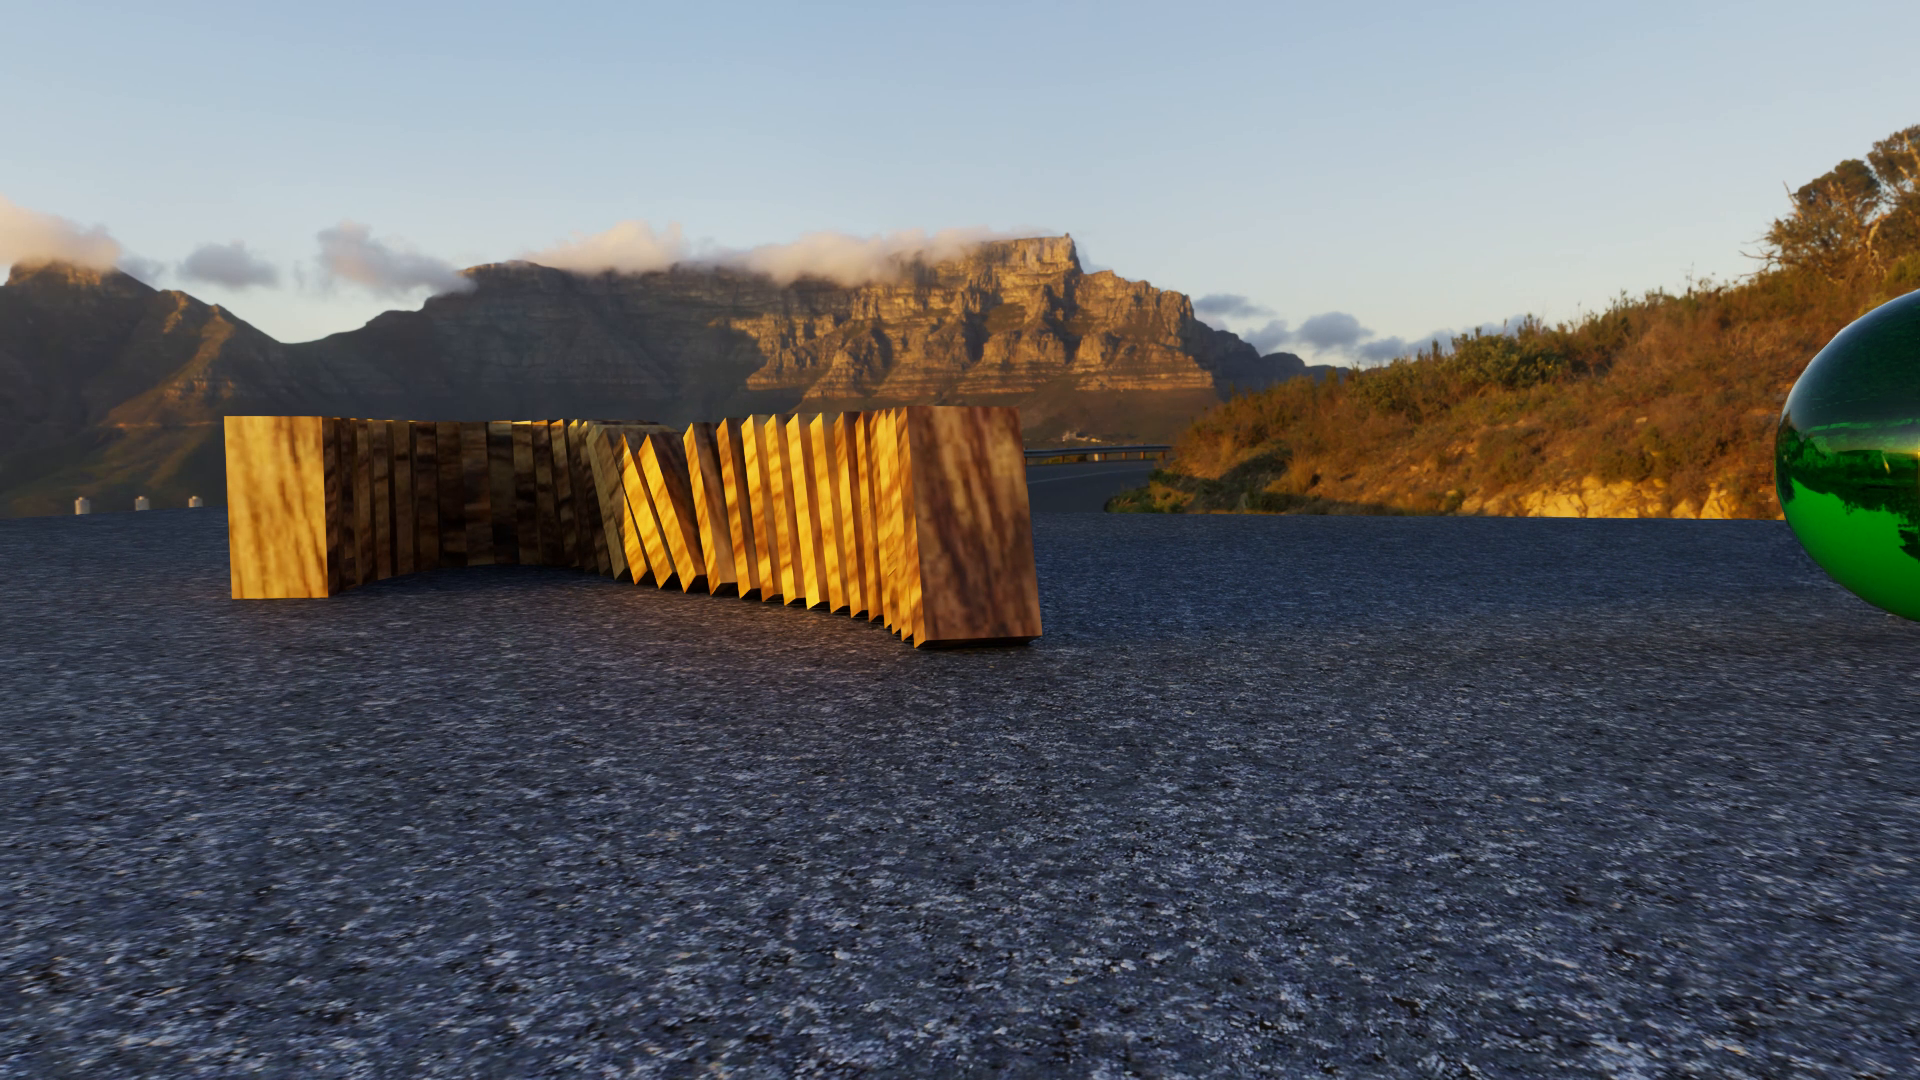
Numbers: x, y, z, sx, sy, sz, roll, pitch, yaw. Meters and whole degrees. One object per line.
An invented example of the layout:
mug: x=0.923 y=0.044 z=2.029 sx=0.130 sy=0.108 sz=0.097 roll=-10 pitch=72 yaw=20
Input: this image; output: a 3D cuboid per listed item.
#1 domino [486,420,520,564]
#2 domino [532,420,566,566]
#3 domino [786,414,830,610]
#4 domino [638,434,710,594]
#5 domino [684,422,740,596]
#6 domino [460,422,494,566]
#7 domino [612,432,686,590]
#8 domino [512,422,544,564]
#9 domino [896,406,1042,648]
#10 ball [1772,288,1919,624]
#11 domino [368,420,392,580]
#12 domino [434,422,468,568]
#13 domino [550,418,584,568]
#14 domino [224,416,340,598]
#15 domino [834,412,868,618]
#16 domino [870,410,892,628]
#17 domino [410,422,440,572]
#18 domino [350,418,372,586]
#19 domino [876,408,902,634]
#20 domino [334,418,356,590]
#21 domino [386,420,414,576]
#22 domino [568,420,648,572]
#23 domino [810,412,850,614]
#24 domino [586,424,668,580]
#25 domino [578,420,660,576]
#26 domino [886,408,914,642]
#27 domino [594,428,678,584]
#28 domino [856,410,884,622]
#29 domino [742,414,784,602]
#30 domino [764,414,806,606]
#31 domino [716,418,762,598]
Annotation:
domino: x=-0.161 y=-0.018 z=0.464 sx=0.009 sy=0.050 sz=0.025 roll=-3 pitch=4 yaw=-1
domino: x=-0.135 y=-0.017 z=0.452 sx=0.009 sy=0.050 sz=0.025 roll=-4 pitch=0 yaw=41
domino: x=-0.029 y=-0.008 z=0.337 sx=0.025 sy=0.050 sz=0.009 roll=-2 pitch=-14 yaw=-26
domino: x=-0.076 y=-0.009 z=0.381 sx=0.025 sy=0.050 sz=0.009 roll=-3 pitch=-32 yaw=-37
domino: x=-0.063 y=-0.010 z=0.370 sx=0.025 sy=0.050 sz=0.010 roll=-2 pitch=-23 yaw=-29
domino: x=-0.175 y=-0.017 z=0.459 sx=0.010 sy=0.050 sz=0.025 roll=-5 pitch=6 yaw=-30
domino: x=-0.086 y=-0.010 z=0.390 sx=0.025 sy=0.050 sz=0.010 roll=-4 pitch=-30 yaw=-41
domino: x=-0.146 y=-0.017 z=0.460 sx=0.009 sy=0.050 sz=0.025 roll=-1 pitch=3 yaw=30
domino: x=0.002 y=-0.003 z=0.272 sx=0.025 sy=0.050 sz=0.009 roll=-1 pitch=-14 yaw=-16
ball: x=0.230 y=-0.019 z=0.289 sx=0.080 sy=0.080 sz=0.080 roll=0 pitch=4 yaw=0
domino: x=-0.194 y=-0.013 z=0.403 sx=0.025 sy=0.050 sz=0.009 roll=0 pitch=4 yaw=0
domino: x=-0.185 y=-0.016 z=0.447 sx=0.025 sy=0.050 sz=0.009 roll=3 pitch=7 yaw=31
domino: x=-0.125 y=-0.016 z=0.444 sx=0.025 sy=0.050 sz=0.009 roll=-4 pitch=-5 yaw=-43
domino: x=-0.189 y=-0.009 z=0.357 sx=0.025 sy=0.050 sz=0.009 roll=-1 pitch=4 yaw=-8
domino: x=-0.016 y=-0.007 z=0.320 sx=0.025 sy=0.050 sz=0.009 roll=-2 pitch=-14 yaw=-20
domino: x=-0.006 y=-0.005 z=0.301 sx=0.025 sy=0.050 sz=0.009 roll=-1 pitch=-14 yaw=-16
domino: x=-0.191 y=-0.015 z=0.434 sx=0.025 sy=0.050 sz=0.009 roll=1 pitch=4 yaw=15
domino: x=-0.193 y=-0.012 z=0.388 sx=0.025 sy=0.050 sz=0.010 roll=-1 pitch=4 yaw=-7
domino: x=-0.004 y=-0.005 z=0.291 sx=0.025 sy=0.050 sz=0.009 roll=-1 pitch=-14 yaw=-16
domino: x=-0.191 y=-0.010 z=0.373 sx=0.025 sy=0.050 sz=0.009 roll=-1 pitch=4 yaw=-9
domino: x=-0.193 y=-0.014 z=0.419 sx=0.025 sy=0.050 sz=0.009 roll=0 pitch=4 yaw=6
domino: x=-0.116 y=-0.015 z=0.434 sx=0.025 sy=0.050 sz=0.009 roll=-3 pitch=-11 yaw=-36
domino: x=-0.022 y=-0.007 z=0.329 sx=0.025 sy=0.050 sz=0.009 roll=-2 pitch=-14 yaw=-24
domino: x=-0.102 y=-0.013 z=0.412 sx=0.025 sy=0.050 sz=0.009 roll=-3 pitch=-23 yaw=-36
domino: x=-0.109 y=-0.014 z=0.424 sx=0.025 sy=0.050 sz=0.009 roll=-3 pitch=-17 yaw=-36
domino: x=-0.001 y=-0.004 z=0.282 sx=0.025 sy=0.050 sz=0.009 roll=-1 pitch=-14 yaw=-16
domino: x=-0.095 y=-0.011 z=0.400 sx=0.025 sy=0.050 sz=0.009 roll=-4 pitch=-26 yaw=-41
domino: x=-0.010 y=-0.006 z=0.310 sx=0.025 sy=0.050 sz=0.009 roll=-1 pitch=-14 yaw=-16
domino: x=-0.044 y=-0.009 z=0.352 sx=0.025 sy=0.050 sz=0.009 roll=-2 pitch=-14 yaw=-28
domino: x=-0.036 y=-0.009 z=0.345 sx=0.025 sy=0.050 sz=0.009 roll=-2 pitch=-14 yaw=-26
domino: x=-0.052 y=-0.009 z=0.362 sx=0.025 sy=0.050 sz=0.009 roll=-2 pitch=-18 yaw=-28
